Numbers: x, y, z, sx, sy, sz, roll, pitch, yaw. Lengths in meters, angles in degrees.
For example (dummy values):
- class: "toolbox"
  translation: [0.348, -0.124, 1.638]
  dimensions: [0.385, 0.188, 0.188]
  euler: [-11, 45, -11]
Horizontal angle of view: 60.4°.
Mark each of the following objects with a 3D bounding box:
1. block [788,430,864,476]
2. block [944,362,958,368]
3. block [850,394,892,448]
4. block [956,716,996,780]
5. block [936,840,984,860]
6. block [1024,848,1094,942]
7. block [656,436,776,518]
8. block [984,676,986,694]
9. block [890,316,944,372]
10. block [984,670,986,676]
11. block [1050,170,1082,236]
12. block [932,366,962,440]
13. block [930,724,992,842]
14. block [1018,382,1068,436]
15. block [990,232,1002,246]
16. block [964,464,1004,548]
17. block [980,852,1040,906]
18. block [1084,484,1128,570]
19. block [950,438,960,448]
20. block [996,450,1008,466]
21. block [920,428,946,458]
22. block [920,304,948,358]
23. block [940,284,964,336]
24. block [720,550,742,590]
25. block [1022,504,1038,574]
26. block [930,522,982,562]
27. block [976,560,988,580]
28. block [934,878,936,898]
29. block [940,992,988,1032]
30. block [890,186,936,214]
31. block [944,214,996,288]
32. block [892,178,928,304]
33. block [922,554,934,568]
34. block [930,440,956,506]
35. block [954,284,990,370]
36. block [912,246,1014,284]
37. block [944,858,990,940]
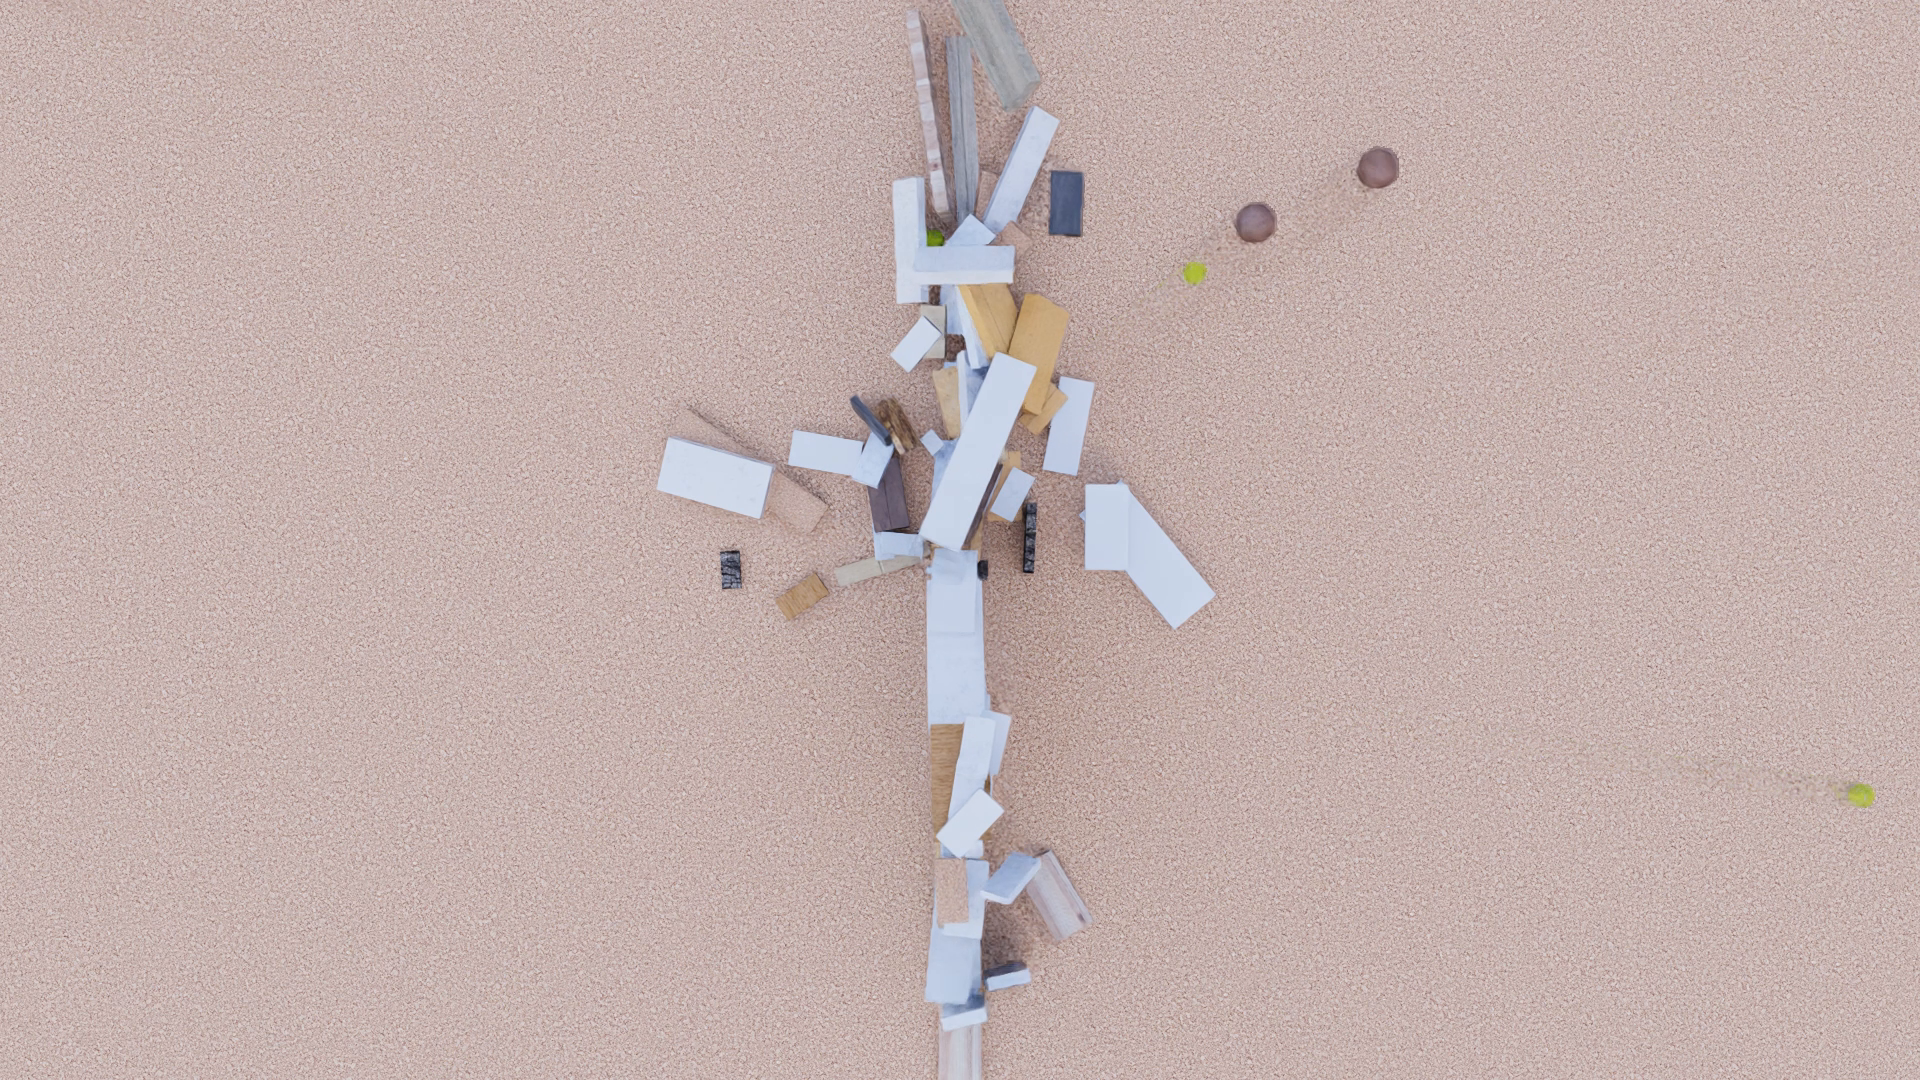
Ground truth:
- class: "block"
  translation: [-0.445, -0.287, 5.483]
  dimensions: [0.233, 0.033, 0.117]
  euler: [10, 90, 0]
- class: "block"
  translation: [0.018, -0.477, 5.452]
  dimensions: [0.117, 0.033, 0.235]
  euler: [-6, 76, -3]
- class: "block"
  translation: [-0.292, -0.392, 5.433]
  dimensions: [0.026, 0.090, 0.181]
  euler: [-40, 76, -7]
- class: "block"
  translation: [0.049, 0.622, 4.939]
  dimensions: [0.091, 0.026, 0.183]
  euler: [9, 67, 2]
- class: "block"
  translation: [0.001, 0.940, 5.263]
  dimensions: [0.150, 0.043, 0.301]
  euler: [0, 85, 0]
- class: "block"
  translation: [0.313, 1.179, 5.481]
  dimensions: [0.137, 0.039, 0.274]
  euler: [-31, 90, 1]
- class: "block"
  translation: [-0.805, -0.207, 5.444]
  dimensions: [0.358, 0.051, 0.179]
  euler: [16, 102, 4]
- class: "block"
  translation: [0.005, 0.583, 5.217]
  dimensions: [0.148, 0.042, 0.297]
  euler: [0, 88, 0]
- class: "block"
  translation: [-0.144, -0.647, 5.458]
  dimensions: [0.087, 0.025, 0.174]
  euler: [43, 109, 4]
- class: "block"
  translation: [0.005, 0.400, 5.371]
  dimensions: [0.149, 0.297, 0.042]
  euler: [-2, 129, 0]
- class: "block"
  translation: [0.352, -1.119, 5.485]
  dimensions: [0.104, 0.029, 0.207]
  euler: [2, 90, 0]
- class: "block"
  translation: [-0.007, -0.453, 5.411]
  dimensions: [0.117, 0.033, 0.235]
  euler: [-14, 77, -5]
- class: "block"
  translation: [0.003, 0.734, 5.001]
  dimensions: [0.175, 0.050, 0.351]
  euler: [-2, 79, 0]
- class: "block"
  translation: [0.277, -0.433, 5.459]
  dimensions: [0.165, 0.023, 0.082]
  euler: [-50, 58, 6]
- class: "block"
  translation: [0.052, -0.920, 5.440]
  dimensions: [0.110, 0.031, 0.220]
  euler: [22, 113, 4]
- class: "block"
  translation: [0.012, -0.136, 5.315]
  dimensions: [0.159, 0.045, 0.318]
  euler: [18, 58, 8]
- class: "block"
  translation: [0.158, 1.050, 5.120]
  dimensions: [0.098, 0.196, 0.028]
  euler: [11, 124, 32]
- class: "block"
  translation: [0.482, -0.042, 5.429]
  dimensions: [0.140, 0.040, 0.279]
  euler: [0, 90, 0]
- class: "block"
  translation: [0.015, -0.390, 5.462]
  dimensions: [0.087, 0.025, 0.174]
  euler: [2, 73, -1]
- class: "block"
  translation: [0.099, -0.264, 5.351]
  dimensions: [0.106, 0.015, 0.053]
  euler: [-17, 93, -14]
- class: "block"
  translation: [-0.089, -0.320, 5.454]
  dimensions: [0.053, 0.106, 0.015]
  euler: [-42, 133, 5]
- class: "block"
  translation: [-0.089, -0.690, 5.460]
  dimensions: [0.087, 0.025, 0.174]
  euler: [4, 102, 15]
- class: "block"
  translation: [-0.010, -0.791, 5.451]
  dimensions: [0.110, 0.031, 0.220]
  euler: [8, 103, 9]
- class: "block"
  translation: [-0.763, 0.100, 5.491]
  dimensions: [0.063, 0.018, 0.126]
  euler: [-3, 90, 0]
- class: "block"
  translation: [0.231, -0.006, 5.443]
  dimensions: [0.032, 0.114, 0.229]
  euler: [3, 90, 0]
- class: "block"
  translation: [-0.006, -0.078, 5.388]
  dimensions: [0.159, 0.045, 0.318]
  euler: [5, 54, -1]
- class: "block"
  translation: [0.044, 0.093, 5.406]
  dimensions: [0.093, 0.186, 0.026]
  euler: [5, 101, 0]
- class: "block"
  translation: [-0.012, 1.234, 5.405]
  dimensions: [0.131, 0.037, 0.261]
  euler: [-4, 90, 0]
- class: "block"
  translation: [0.016, 1.509, 5.282]
  dimensions: [0.140, 0.280, 0.040]
  euler: [-14, 85, 0]
- class: "block"
  translation: [-0.144, -1.126, 5.489]
  dimensions: [0.163, 0.023, 0.081]
  euler: [-9, 89, 1]
- class: "block"
  translation: [0.007, -0.944, 5.387]
  dimensions: [0.110, 0.031, 0.220]
  euler: [41, 102, 3]
- class: "block"
  translation: [-0.163, -0.982, 5.429]
  dimensions: [0.033, 0.117, 0.399]
  euler: [-7, 97, -43]
- class: "block"
  translation: [-0.072, 0.069, 5.423]
  dimensions: [0.070, 0.140, 0.020]
  euler: [19, 102, 13]
- class: "block"
  translation: [-0.009, -0.179, 5.395]
  dimensions: [0.159, 0.045, 0.318]
  euler: [5, 57, 0]
- class: "block"
  translation: [0.072, -0.716, 5.387]
  dimensions: [0.147, 0.042, 0.293]
  euler: [-18, 99, -41]
- class: "block"
  translation: [0.012, -0.883, 5.293]
  dimensions: [0.319, 0.160, 0.045]
  euler: [0, 129, 4]
- class: "block"
  translation: [0.020, 1.114, 5.138]
  dimensions: [0.119, 0.034, 0.238]
  euler: [6, 85, 1]
